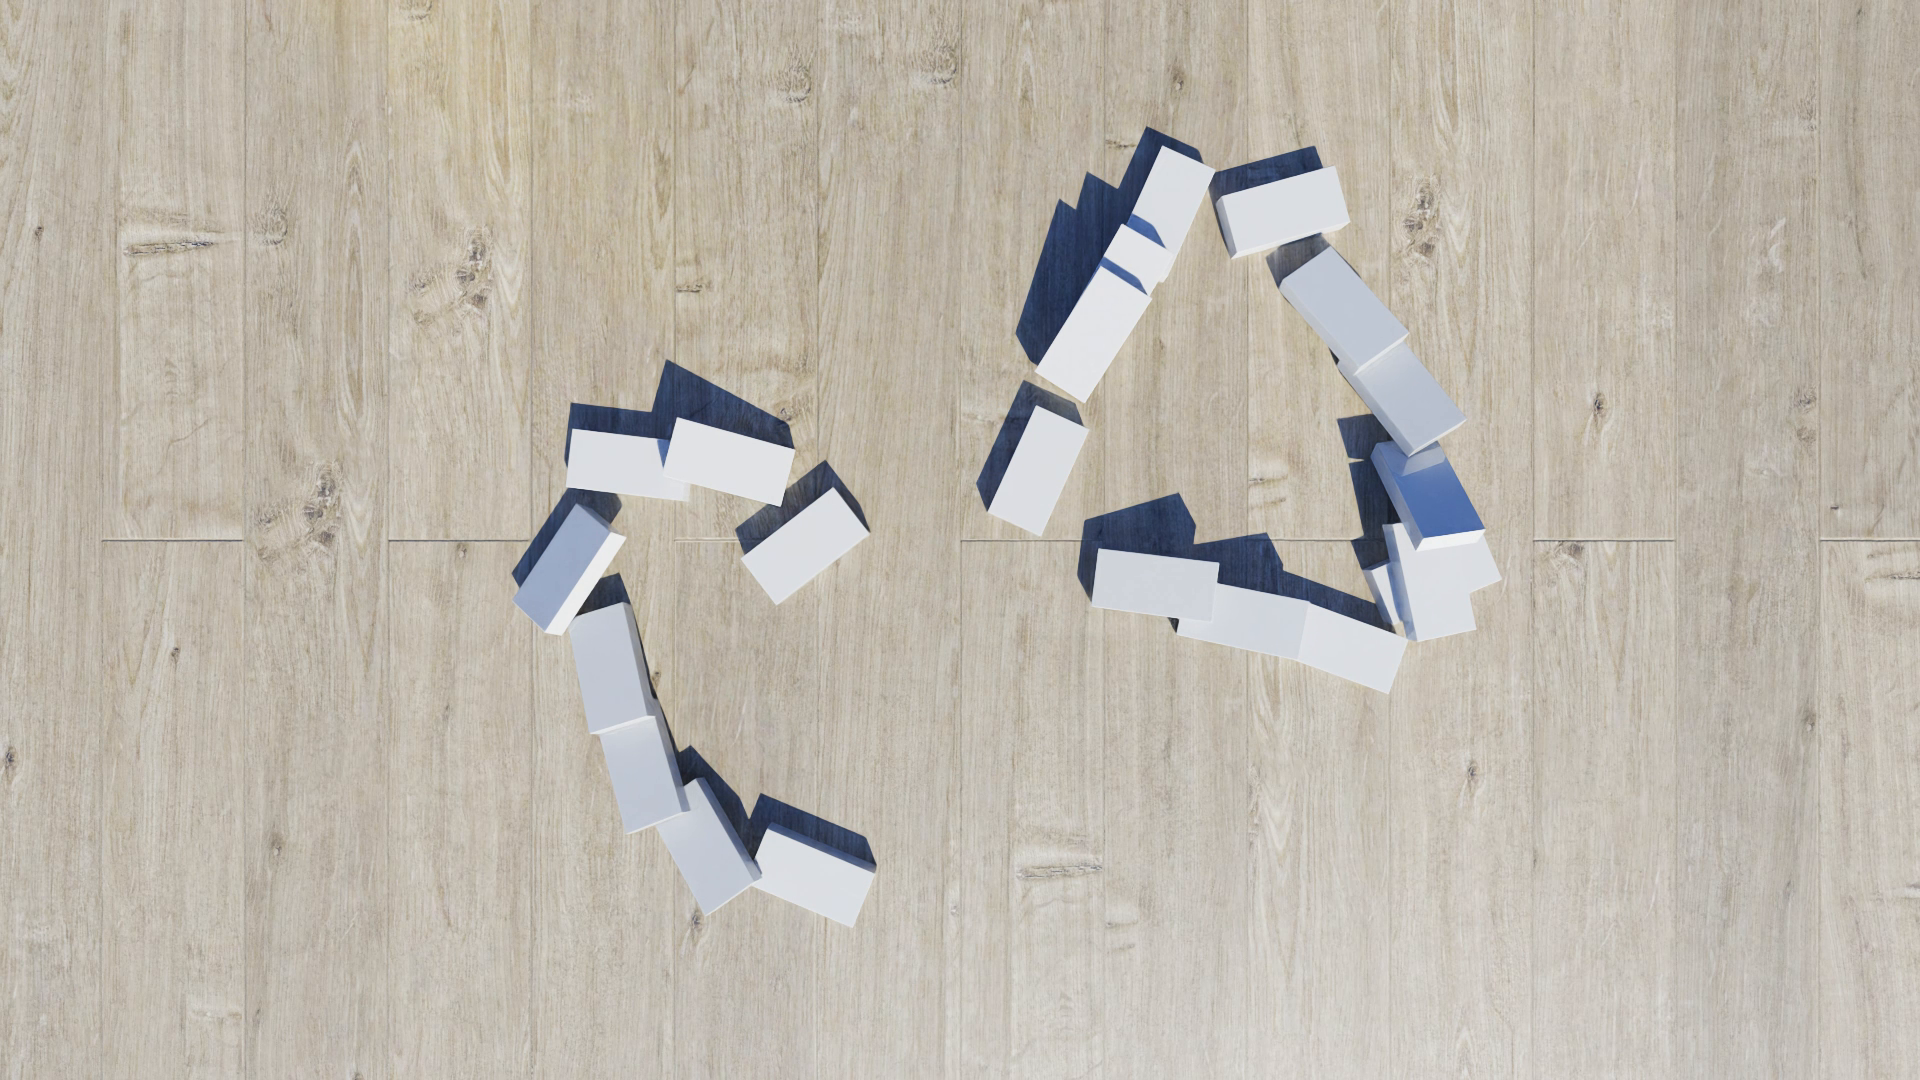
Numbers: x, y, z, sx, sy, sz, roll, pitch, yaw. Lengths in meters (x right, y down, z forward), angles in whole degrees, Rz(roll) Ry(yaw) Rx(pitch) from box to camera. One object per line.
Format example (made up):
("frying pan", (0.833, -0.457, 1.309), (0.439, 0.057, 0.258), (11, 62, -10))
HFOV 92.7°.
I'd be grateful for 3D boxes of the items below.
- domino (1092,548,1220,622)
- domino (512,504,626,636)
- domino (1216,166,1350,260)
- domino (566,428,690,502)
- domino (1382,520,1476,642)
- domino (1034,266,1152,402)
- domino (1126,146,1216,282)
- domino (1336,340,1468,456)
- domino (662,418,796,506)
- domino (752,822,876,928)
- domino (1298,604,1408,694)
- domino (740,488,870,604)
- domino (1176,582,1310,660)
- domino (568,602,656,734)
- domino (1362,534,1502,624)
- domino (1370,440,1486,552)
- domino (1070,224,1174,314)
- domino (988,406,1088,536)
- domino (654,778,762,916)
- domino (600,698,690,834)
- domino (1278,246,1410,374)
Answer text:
("domino", (0.083, 0.019, 0.389), (0.050, 0.009, 0.025), (7, 89, 14))
("domino", (-0.167, 0.012, 0.391), (0.025, 0.010, 0.050), (34, 90, 25))
("domino", (0.139, -0.141, 0.395), (0.050, 0.010, 0.025), (-15, 90, 0))
("domino", (-0.142, -0.032, 0.395), (0.050, 0.009, 0.025), (7, 90, 0))
("domino", (0.197, 0.015, 0.386), (0.025, 0.009, 0.050), (-12, 90, 0))
("domino", (0.056, -0.086, 0.385), (0.025, 0.010, 0.050), (32, 104, -1))
("domino", (0.087, -0.140, 0.395), (0.025, 0.009, 0.050), (24, 90, 0))
("domino", (0.187, -0.063, 0.389), (0.025, 0.009, 0.050), (-31, 74, 0))
("domino", (-0.098, -0.033, 0.390), (0.050, 0.010, 0.025), (15, 88, -12))
("domino", (-0.064, 0.144, 0.395), (0.050, 0.009, 0.025), (23, 90, 0))
("domino", (0.163, 0.045, 0.395), (0.050, 0.009, 0.025), (20, 90, 0))
("domino", (-0.066, 0.003, 0.395), (0.050, 0.009, 0.025), (-38, 90, 0))
("domino", (0.120, 0.033, 0.390), (0.050, 0.009, 0.025), (11, 90, 13))
("domino", (-0.148, 0.054, 0.390), (0.025, 0.009, 0.050), (-17, 77, 0))
("domino", (0.203, 0.015, 0.395), (0.050, 0.010, 0.025), (-23, 90, 0))
("domino", (0.194, -0.020, 0.382), (0.025, 0.009, 0.050), (-8, 56, 0))
("domino", (0.066, -0.105, 0.389), (0.025, 0.009, 0.050), (30, 104, 0))
("domino", (0.033, -0.030, 0.395), (0.025, 0.009, 0.050), (24, 90, 0))
("domino", (-0.109, 0.130, 0.390), (0.025, 0.009, 0.050), (-35, 77, 0))
("domino", (-0.135, 0.096, 0.390), (0.025, 0.010, 0.050), (-21, 76, 0))
("domino", (0.163, -0.098, 0.390), (0.025, 0.009, 0.050), (-35, 76, 0))
